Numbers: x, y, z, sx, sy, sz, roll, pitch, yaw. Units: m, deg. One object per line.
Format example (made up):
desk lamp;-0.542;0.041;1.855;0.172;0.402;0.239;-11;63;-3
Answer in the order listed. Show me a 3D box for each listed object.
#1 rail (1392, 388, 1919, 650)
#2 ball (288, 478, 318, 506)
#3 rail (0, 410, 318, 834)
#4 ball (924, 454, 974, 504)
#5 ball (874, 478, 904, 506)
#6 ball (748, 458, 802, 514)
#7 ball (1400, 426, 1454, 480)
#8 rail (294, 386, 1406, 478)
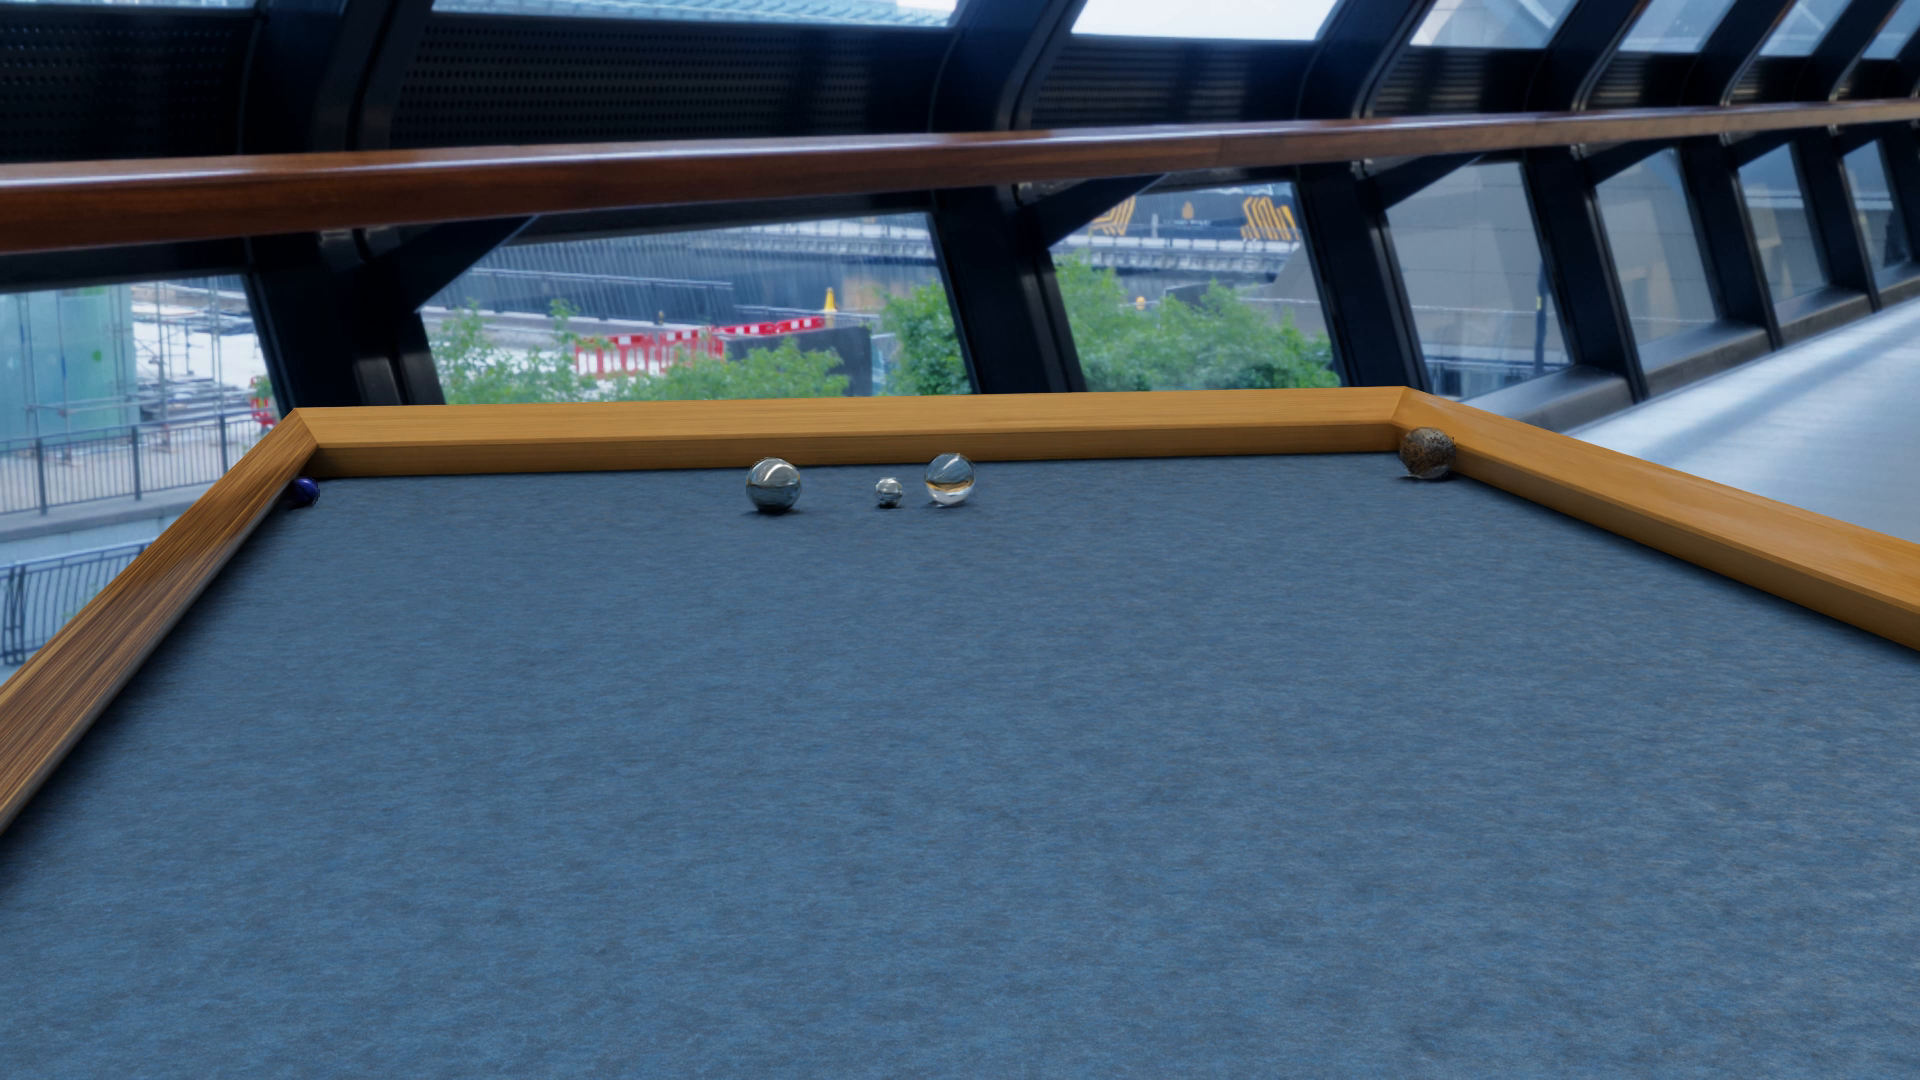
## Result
rail;1.212;0.121;2.457;0.045;0.129;4.080;-2;11;-9
ball;-1.132;-0.083;3.787;0.048;0.048;0.048;0;10;0
rail;-0.874;0.184;2.113;0.045;0.129;4.080;-2;11;-9
ball;-0.019;-0.105;3.799;0.087;0.087;0.087;0;10;0
ball;-0.122;-0.081;3.776;0.049;0.049;0.049;0;10;0
ball;-0.313;-0.092;3.714;0.092;0.092;0.092;0;10;0
ball;0.865;-0.162;4.072;0.099;0.099;0.099;0;10;0
rail;-0.165;-0.209;4.240;2.162;0.129;0.045;-2;11;-9
